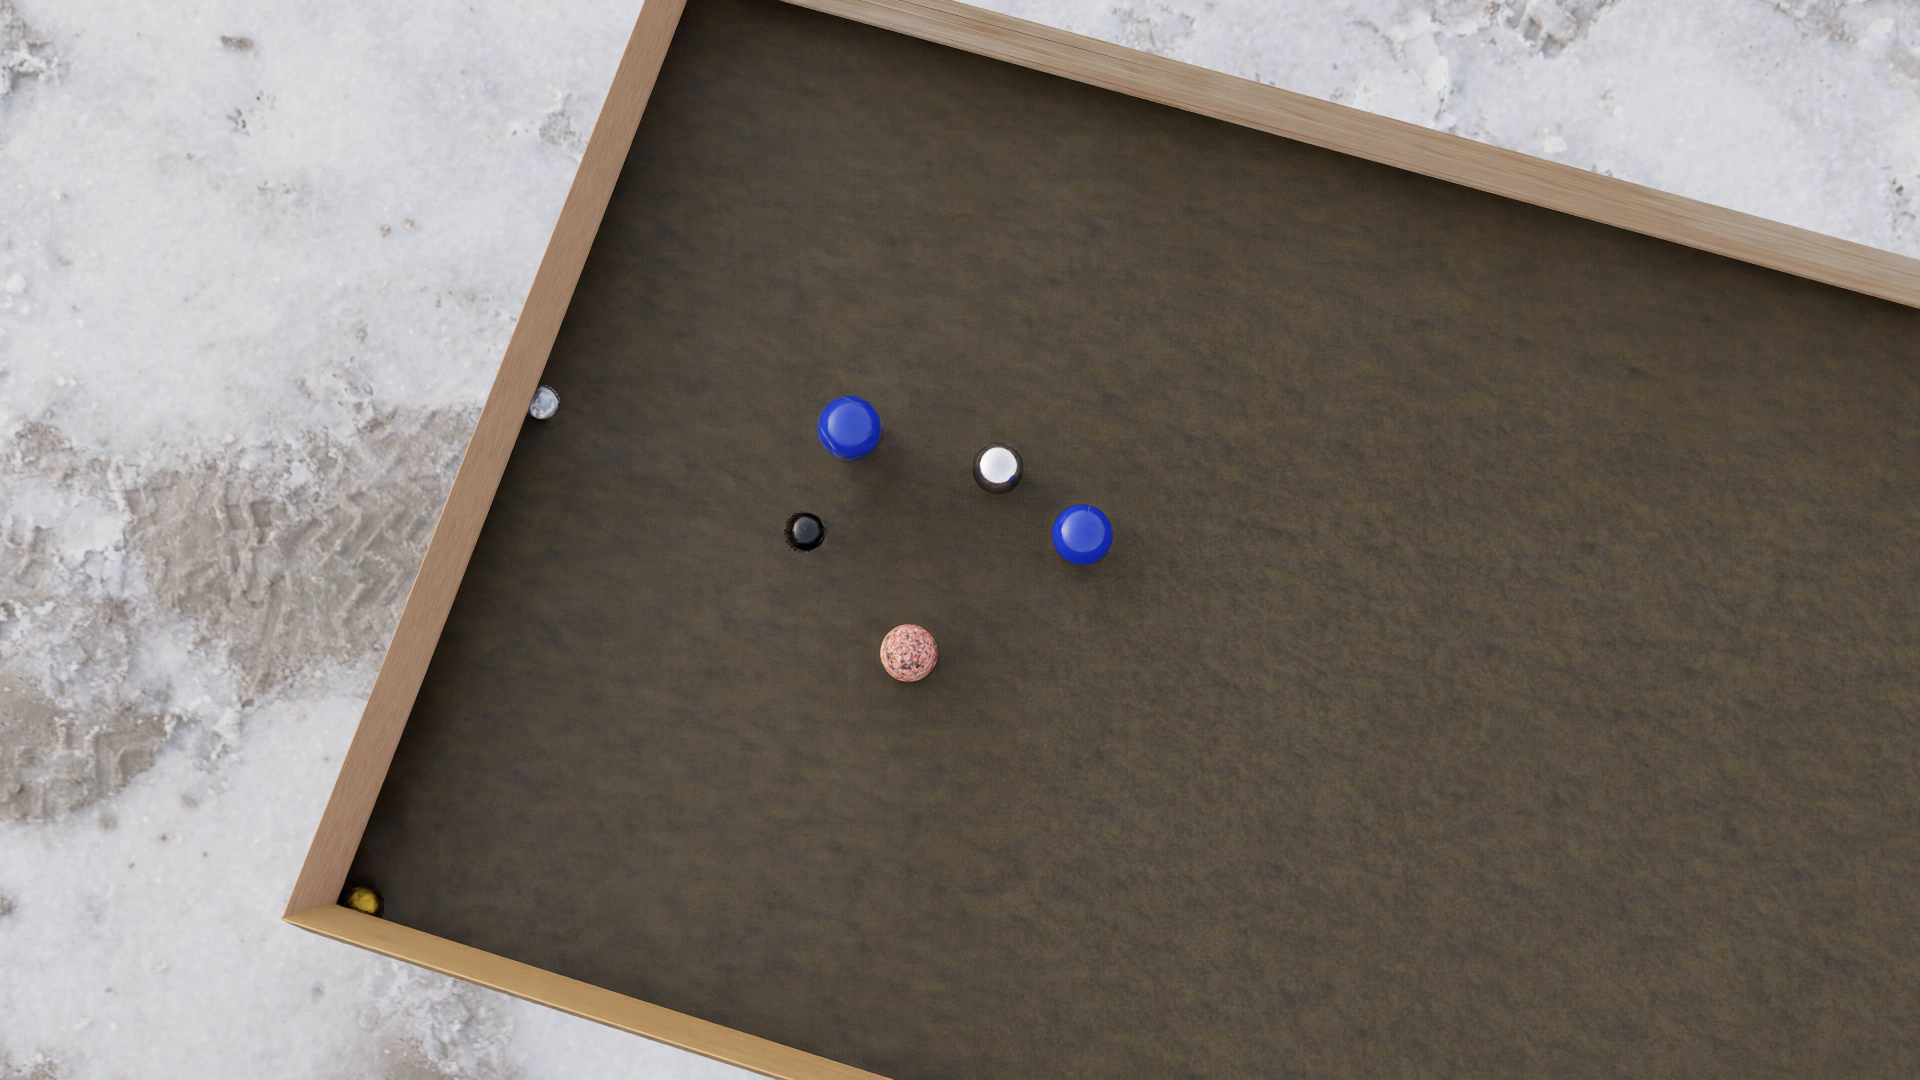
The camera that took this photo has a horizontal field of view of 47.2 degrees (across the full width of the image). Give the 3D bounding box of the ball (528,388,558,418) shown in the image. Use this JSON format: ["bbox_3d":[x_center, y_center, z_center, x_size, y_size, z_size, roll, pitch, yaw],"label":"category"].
[{"bbox_3d":[-0.659,-0.216,3.468,0.050,0.050,0.050,0,73,0],"label":"ball"}]

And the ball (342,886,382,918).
[{"bbox_3d":[-0.878,0.536,3.228,0.057,0.057,0.057,0,73,0],"label":"ball"}]

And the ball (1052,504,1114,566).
[{"bbox_3d":[0.188,-0.008,3.379,0.094,0.094,0.094,0,73,0],"label":"ball"}]

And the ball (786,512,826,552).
[{"bbox_3d":[-0.238,-0.012,3.399,0.059,0.059,0.059,0,73,0],"label":"ball"}]

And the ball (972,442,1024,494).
[{"bbox_3d":[0.059,-0.111,3.419,0.081,0.081,0.081,0,73,0],"label":"ball"}]

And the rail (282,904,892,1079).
[{"bbox_3d":[0.476,0.953,3.058,2.998,0.129,0.045,16,73,5],"label":"rail"}]

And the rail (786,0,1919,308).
[{"bbox_3d":[0.958,-0.552,3.531,2.998,0.129,0.045,16,73,5],"label":"rail"}]

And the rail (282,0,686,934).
[{"bbox_3d":[-0.694,-0.210,3.424,0.045,0.129,1.697,16,73,5],"label":"rail"}]

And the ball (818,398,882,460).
[{"bbox_3d":[-0.171,-0.173,3.429,0.099,0.099,0.099,0,73,0],"label":"ball"}]

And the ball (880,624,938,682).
[{"bbox_3d":[-0.077,0.171,3.327,0.088,0.088,0.088,0,73,0],"label":"ball"}]
